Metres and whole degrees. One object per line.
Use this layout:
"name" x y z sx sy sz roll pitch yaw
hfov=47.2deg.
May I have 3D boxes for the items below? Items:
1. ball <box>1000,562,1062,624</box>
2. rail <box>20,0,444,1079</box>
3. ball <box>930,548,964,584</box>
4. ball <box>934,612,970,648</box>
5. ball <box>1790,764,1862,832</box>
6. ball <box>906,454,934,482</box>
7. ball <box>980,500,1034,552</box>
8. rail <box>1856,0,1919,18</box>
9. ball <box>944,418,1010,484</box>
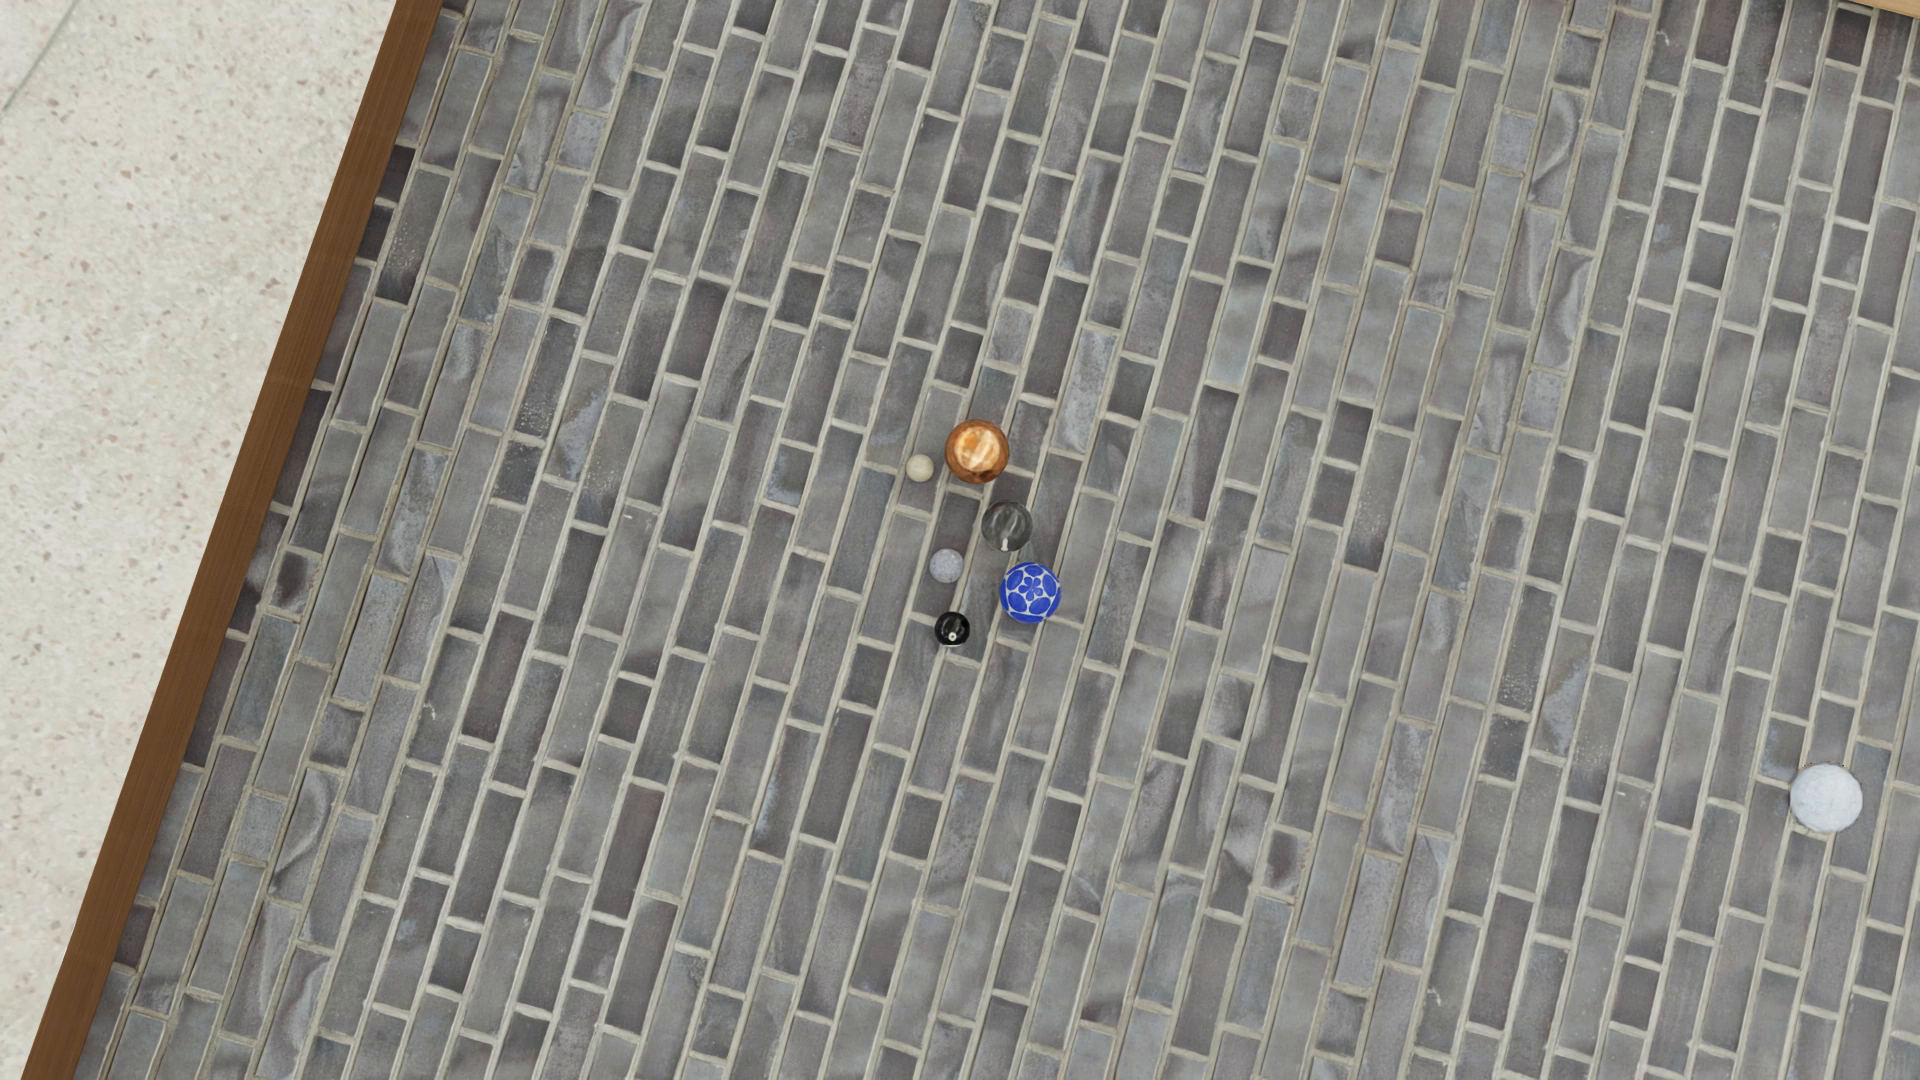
"ball" 0.104 0.079 3.261 0.093 0.093 0.093 0 80 0
"rail" -0.984 -0.278 3.306 0.045 0.129 2.469 15 80 3
"ball" -0.020 0.039 3.288 0.053 0.053 0.053 0 80 0
"ball" -0.011 0.133 3.271 0.054 0.054 0.054 0 80 0
"ball" 1.261 0.376 3.203 0.100 0.100 0.100 0 80 0
"ball" -0.060 -0.109 3.320 0.043 0.043 0.043 0 80 0
"ball" 0.070 -0.021 3.286 0.079 0.079 0.079 0 80 0
"rail" 1.335 -0.873 3.414 4.183 0.129 0.045 15 80 3
"ball" 0.026 -0.132 3.296 0.098 0.098 0.098 0 80 0
